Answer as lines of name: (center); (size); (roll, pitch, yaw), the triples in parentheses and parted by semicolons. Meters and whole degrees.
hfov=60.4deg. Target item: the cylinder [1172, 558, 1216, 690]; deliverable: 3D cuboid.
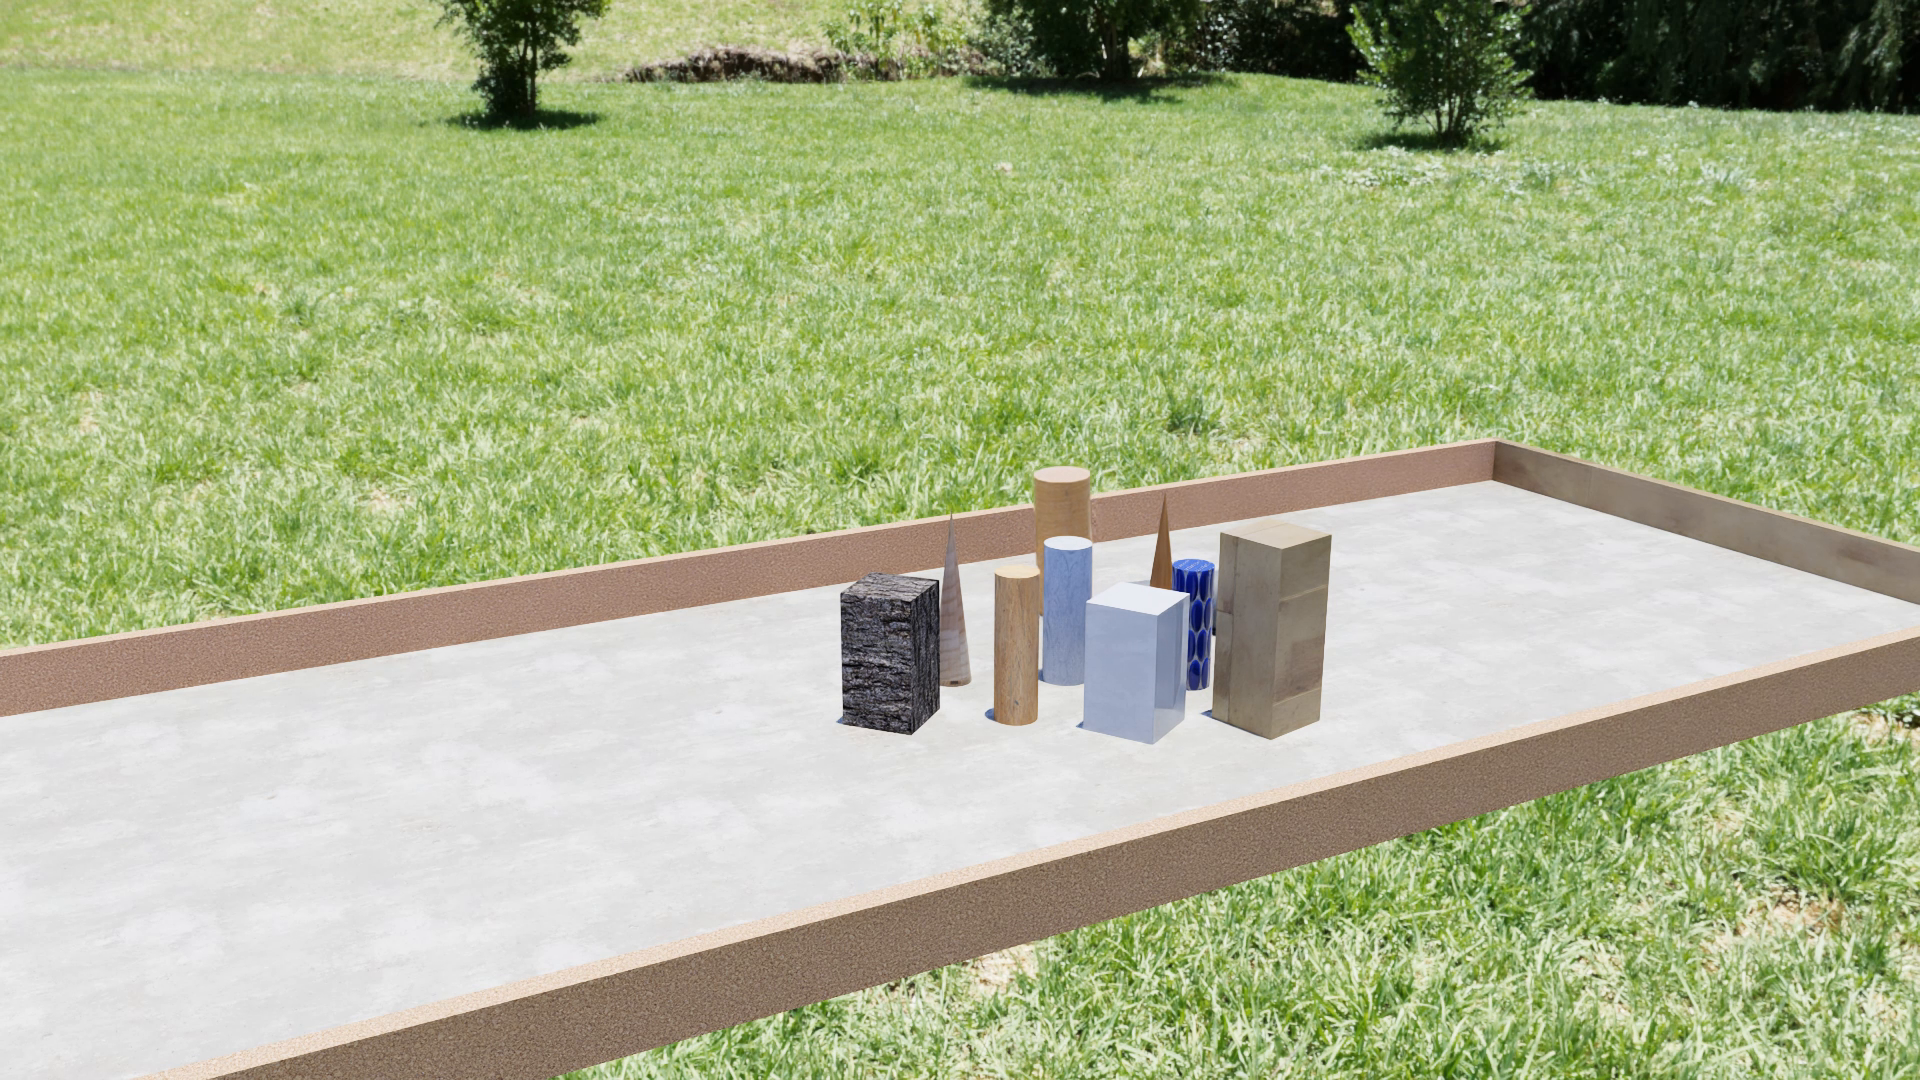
cylinder: (0.573, 0.210, 4.090); (0.104, 0.310, 0.104); (0, 16, 0)

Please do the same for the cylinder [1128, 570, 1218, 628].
cylinder: (0.633, 0.171, 4.495); (0.414, 0.157, 0.157); (-7, 18, -22)

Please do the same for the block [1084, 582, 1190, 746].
block: (0.410, 0.283, 3.835); (0.179, 0.313, 0.179); (10, 19, 30)

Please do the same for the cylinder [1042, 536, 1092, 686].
cylinder: (0.267, 0.178, 4.120); (0.120, 0.356, 0.120); (0, 16, 0)

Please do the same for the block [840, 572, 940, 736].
block: (-0.162, 0.264, 3.878); (0.175, 0.326, 0.175); (6, 18, 21)

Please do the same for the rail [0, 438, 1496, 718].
rail: (-3.305, 0.497, 3.399); (12.000, 0.150, 0.050); (-9, 18, -27)

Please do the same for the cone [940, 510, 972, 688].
cone: (-0.021, 0.136, 4.093); (0.102, 0.451, 0.102); (0, 16, 0)

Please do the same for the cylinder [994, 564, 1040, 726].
cylinder: (0.132, 0.247, 3.869); (0.105, 0.364, 0.105); (0, 16, 0)

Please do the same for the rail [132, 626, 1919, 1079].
rail: (-2.336, 1.006, 1.665); (12.000, 0.150, 0.050); (-9, 18, -27)

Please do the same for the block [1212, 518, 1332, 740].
block: (0.725, 0.204, 3.846); (0.179, 0.459, 0.179); (-14, 21, -39)

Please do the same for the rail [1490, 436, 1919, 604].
rail: (2.466, -0.048, 5.253); (0.050, 0.150, 2.100); (-9, 18, -27)

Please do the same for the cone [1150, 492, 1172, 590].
cone: (0.525, 0.085, 4.280); (0.111, 0.442, 0.111); (0, 17, 0)

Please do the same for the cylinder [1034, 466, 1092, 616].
cylinder: (0.288, 0.009, 4.593); (0.156, 0.403, 0.156); (-2, 19, 1)
